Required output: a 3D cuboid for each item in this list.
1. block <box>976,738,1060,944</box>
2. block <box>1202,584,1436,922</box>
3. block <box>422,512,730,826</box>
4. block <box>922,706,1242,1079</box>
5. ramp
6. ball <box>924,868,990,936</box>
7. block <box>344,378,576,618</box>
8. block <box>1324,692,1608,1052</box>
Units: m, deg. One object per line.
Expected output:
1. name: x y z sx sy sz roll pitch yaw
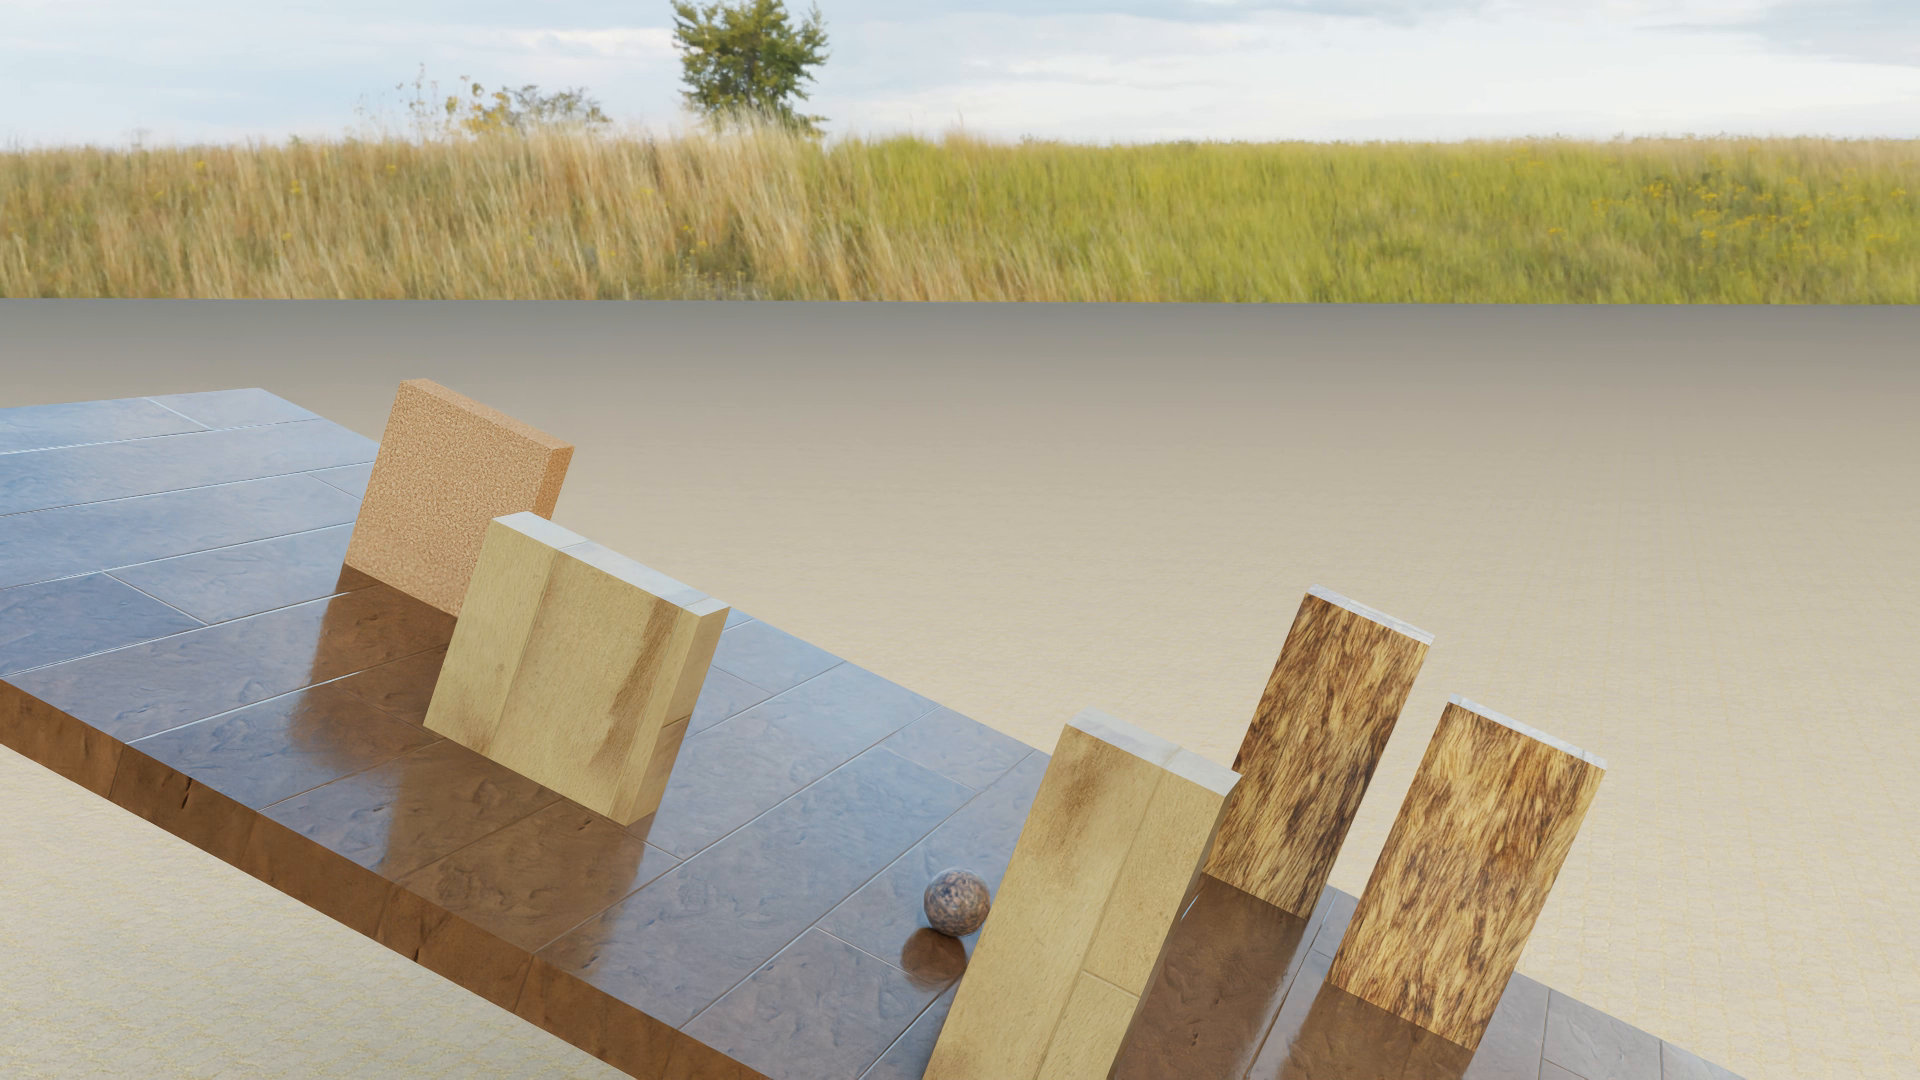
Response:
1. block: 0.234 0.563 3.879 0.249 0.422 0.135 24 13 13
2. block: 0.747 0.449 4.667 0.274 0.646 0.134 24 13 13
3. block: -0.678 0.223 3.884 0.423 0.403 0.132 24 13 13
4. block: 0.177 0.583 3.267 0.250 0.611 0.142 24 13 13
5. ramp: -0.315 0.563 4.199 4.000 0.100 2.000 24 13 13
6. ball: -0.005 0.638 3.877 0.119 0.119 0.119 0 7 0
7. block: -1.035 -0.072 4.535 0.365 0.409 0.099 24 13 13
8. block: 0.981 0.646 4.285 0.317 0.616 0.094 24 13 13
